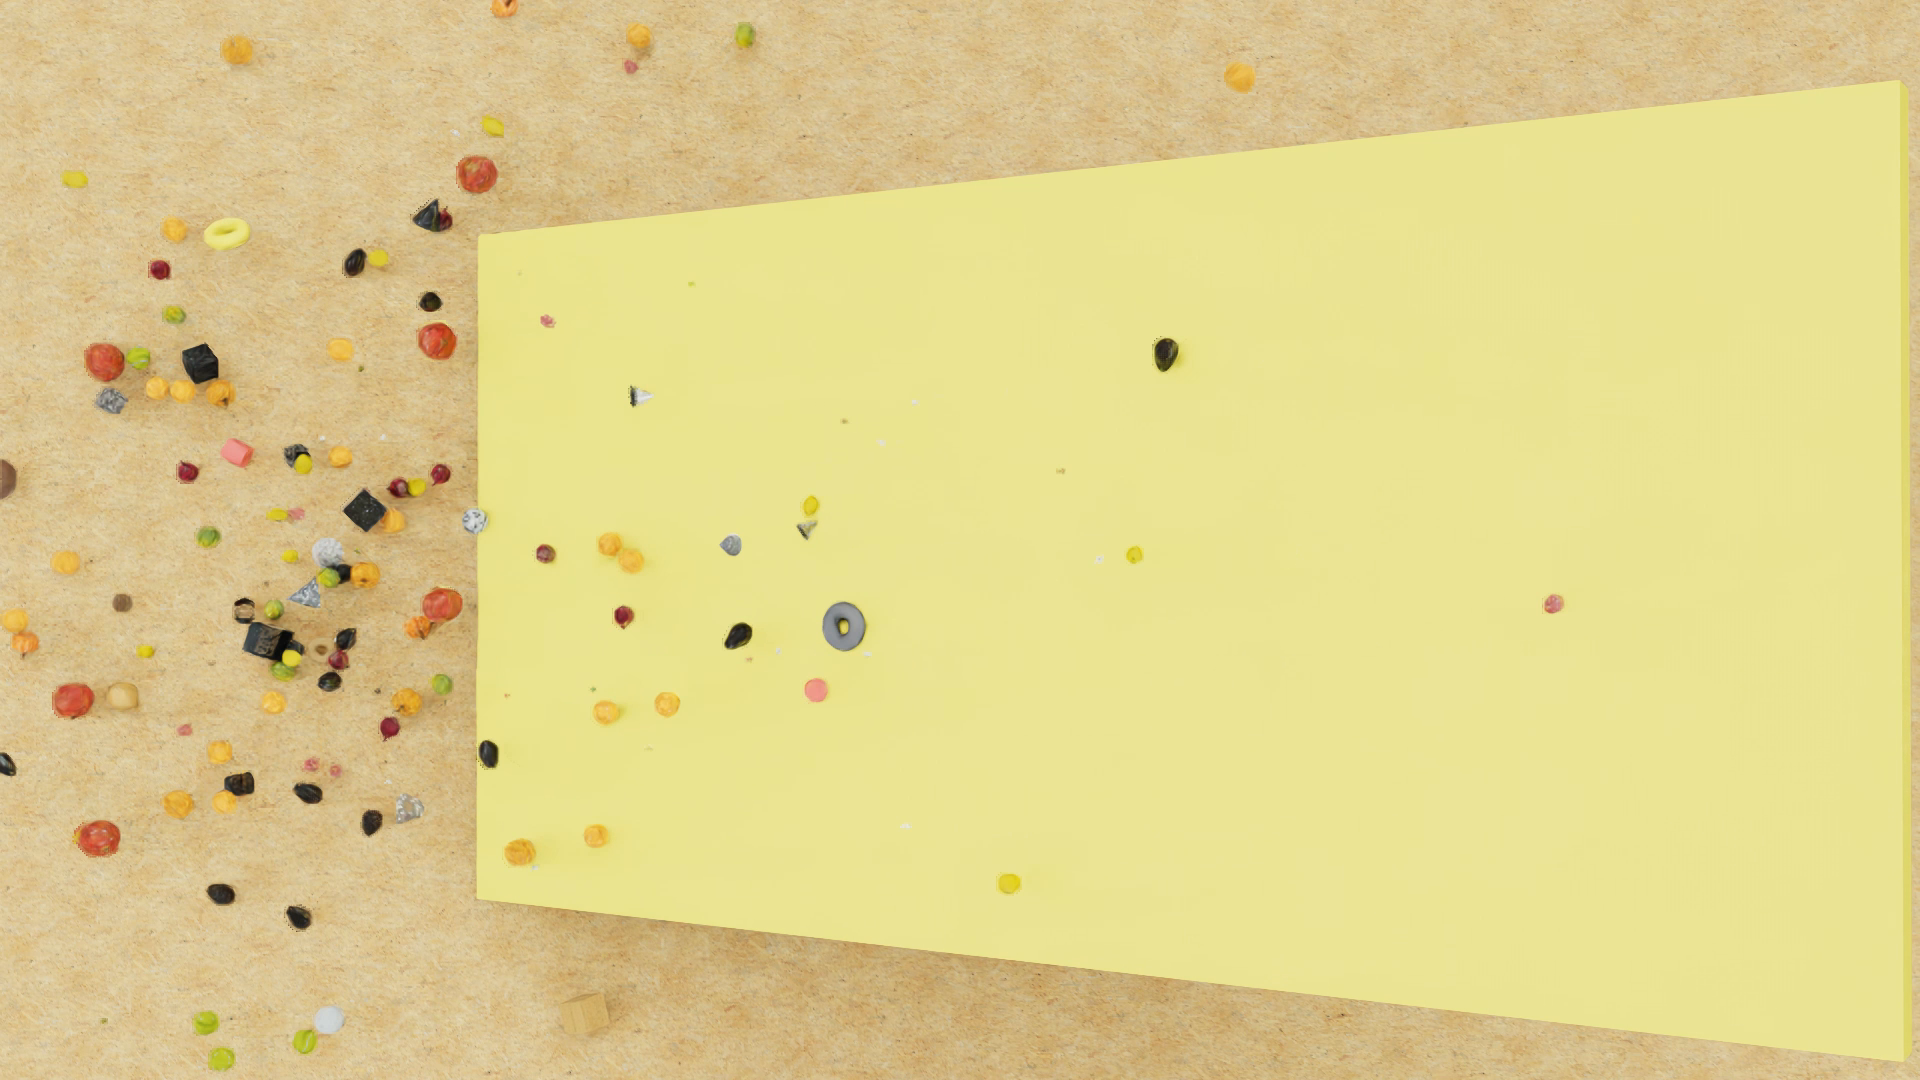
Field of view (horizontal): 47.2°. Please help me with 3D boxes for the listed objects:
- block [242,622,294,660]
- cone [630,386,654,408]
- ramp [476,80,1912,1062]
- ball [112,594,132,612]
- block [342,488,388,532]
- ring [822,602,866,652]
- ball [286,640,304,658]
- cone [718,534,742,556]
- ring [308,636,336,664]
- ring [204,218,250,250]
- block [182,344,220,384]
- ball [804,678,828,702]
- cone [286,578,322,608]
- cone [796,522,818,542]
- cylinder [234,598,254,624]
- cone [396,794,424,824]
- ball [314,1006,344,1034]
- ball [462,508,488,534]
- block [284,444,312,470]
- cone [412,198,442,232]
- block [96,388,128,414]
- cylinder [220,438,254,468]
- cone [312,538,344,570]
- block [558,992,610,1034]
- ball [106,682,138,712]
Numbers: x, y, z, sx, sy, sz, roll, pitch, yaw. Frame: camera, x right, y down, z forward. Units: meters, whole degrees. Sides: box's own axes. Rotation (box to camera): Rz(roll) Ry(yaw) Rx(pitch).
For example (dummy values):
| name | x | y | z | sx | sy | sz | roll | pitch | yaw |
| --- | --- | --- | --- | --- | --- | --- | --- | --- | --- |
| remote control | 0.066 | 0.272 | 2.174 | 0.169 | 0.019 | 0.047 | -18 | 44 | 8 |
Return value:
| name | x | y | z | sx | sy | sz | roll | pitch | yaw |
| --- | --- | --- | --- | --- | --- | --- | --- | --- | --- |
| block | -2.093 | 0.306 | 6.652 | 0.091 | 0.091 | 0.091 | 16 | 89 | 25 |
| cone | -0.900 | -0.411 | 6.263 | 0.066 | 0.066 | 0.066 | -3 | 89 | 6 |
| ramp | 0.259 | 0.071 | 5.597 | 4.000 | 0.100 | 2.000 | 0 | 89 | 33 |
| ball | -2.546 | 0.192 | 6.684 | 0.058 | 0.058 | 0.058 | 0 | 89 | 0 |
| block | -1.796 | -0.091 | 6.637 | 0.093 | 0.093 | 0.093 | 44 | 82 | -15 |
| ring | -0.310 | 0.232 | 5.873 | 0.133 | 0.044 | 0.133 | 0 | 91 | 33 |
| ball | -2.014 | 0.332 | 6.656 | 0.056 | 0.056 | 0.056 | 0 | 89 | 0 |
| cone | -0.647 | 0.014 | 6.078 | 0.064 | 0.064 | 0.064 | 0 | 89 | 33 |
| ring | -1.943 | 0.335 | 6.697 | 0.089 | 0.030 | 0.089 | 0 | 90 | -1 |
| ring | -2.213 | -0.925 | 6.640 | 0.137 | 0.137 | 0.046 | -3 | 132 | 0 |
| block | -2.297 | -0.533 | 6.654 | 0.076 | 0.076 | 0.076 | -27 | 62 | -30 |
| ball | -0.387 | 0.404 | 5.907 | 0.066 | 0.066 | 0.066 | 0 | 89 | 0 |
| cone | -1.982 | 0.170 | 6.616 | 0.097 | 0.097 | 0.097 | -11 | 89 | -21 |
| cone | -0.406 | -0.034 | 5.947 | 0.057 | 0.057 | 0.057 | -33 | 90 | 0 |
| cylinder | -2.172 | 0.216 | 6.674 | 0.056 | 0.056 | 0.056 | 17 | 128 | 0 |
| cone | -1.678 | 0.830 | 6.629 | 0.091 | 0.091 | 0.091 | 6 | 121 | 10 |
| ball | -1.909 | 1.453 | 6.659 | 0.087 | 0.087 | 0.087 | 0 | 89 | 0 |
| ball | -1.452 | -0.057 | 6.584 | 0.076 | 0.076 | 0.076 | 0 | 89 | 0 |
| block | -2.009 | -0.254 | 6.667 | 0.053 | 0.053 | 0.053 | -28 | 127 | -38 |
| cone | -1.587 | -0.989 | 6.611 | 0.092 | 0.092 | 0.092 | 29 | 112 | 0 |
| block | -2.573 | -0.420 | 6.669 | 0.058 | 0.058 | 0.058 | 42 | 65 | -38 |
| cylinder | -2.197 | -0.266 | 6.683 | 0.069 | 0.069 | 0.069 | 29 | 90 | 0 |
| cone | -1.931 | 0.041 | 6.666 | 0.096 | 0.096 | 0.096 | 0 | 89 | 0 |
| block | -1.134 | 1.428 | 6.635 | 0.095 | 0.095 | 0.095 | -14 | 89 | 37 |
| ball | -2.536 | 0.473 | 6.661 | 0.091 | 0.091 | 0.091 | 0 | 89 | 0 |
